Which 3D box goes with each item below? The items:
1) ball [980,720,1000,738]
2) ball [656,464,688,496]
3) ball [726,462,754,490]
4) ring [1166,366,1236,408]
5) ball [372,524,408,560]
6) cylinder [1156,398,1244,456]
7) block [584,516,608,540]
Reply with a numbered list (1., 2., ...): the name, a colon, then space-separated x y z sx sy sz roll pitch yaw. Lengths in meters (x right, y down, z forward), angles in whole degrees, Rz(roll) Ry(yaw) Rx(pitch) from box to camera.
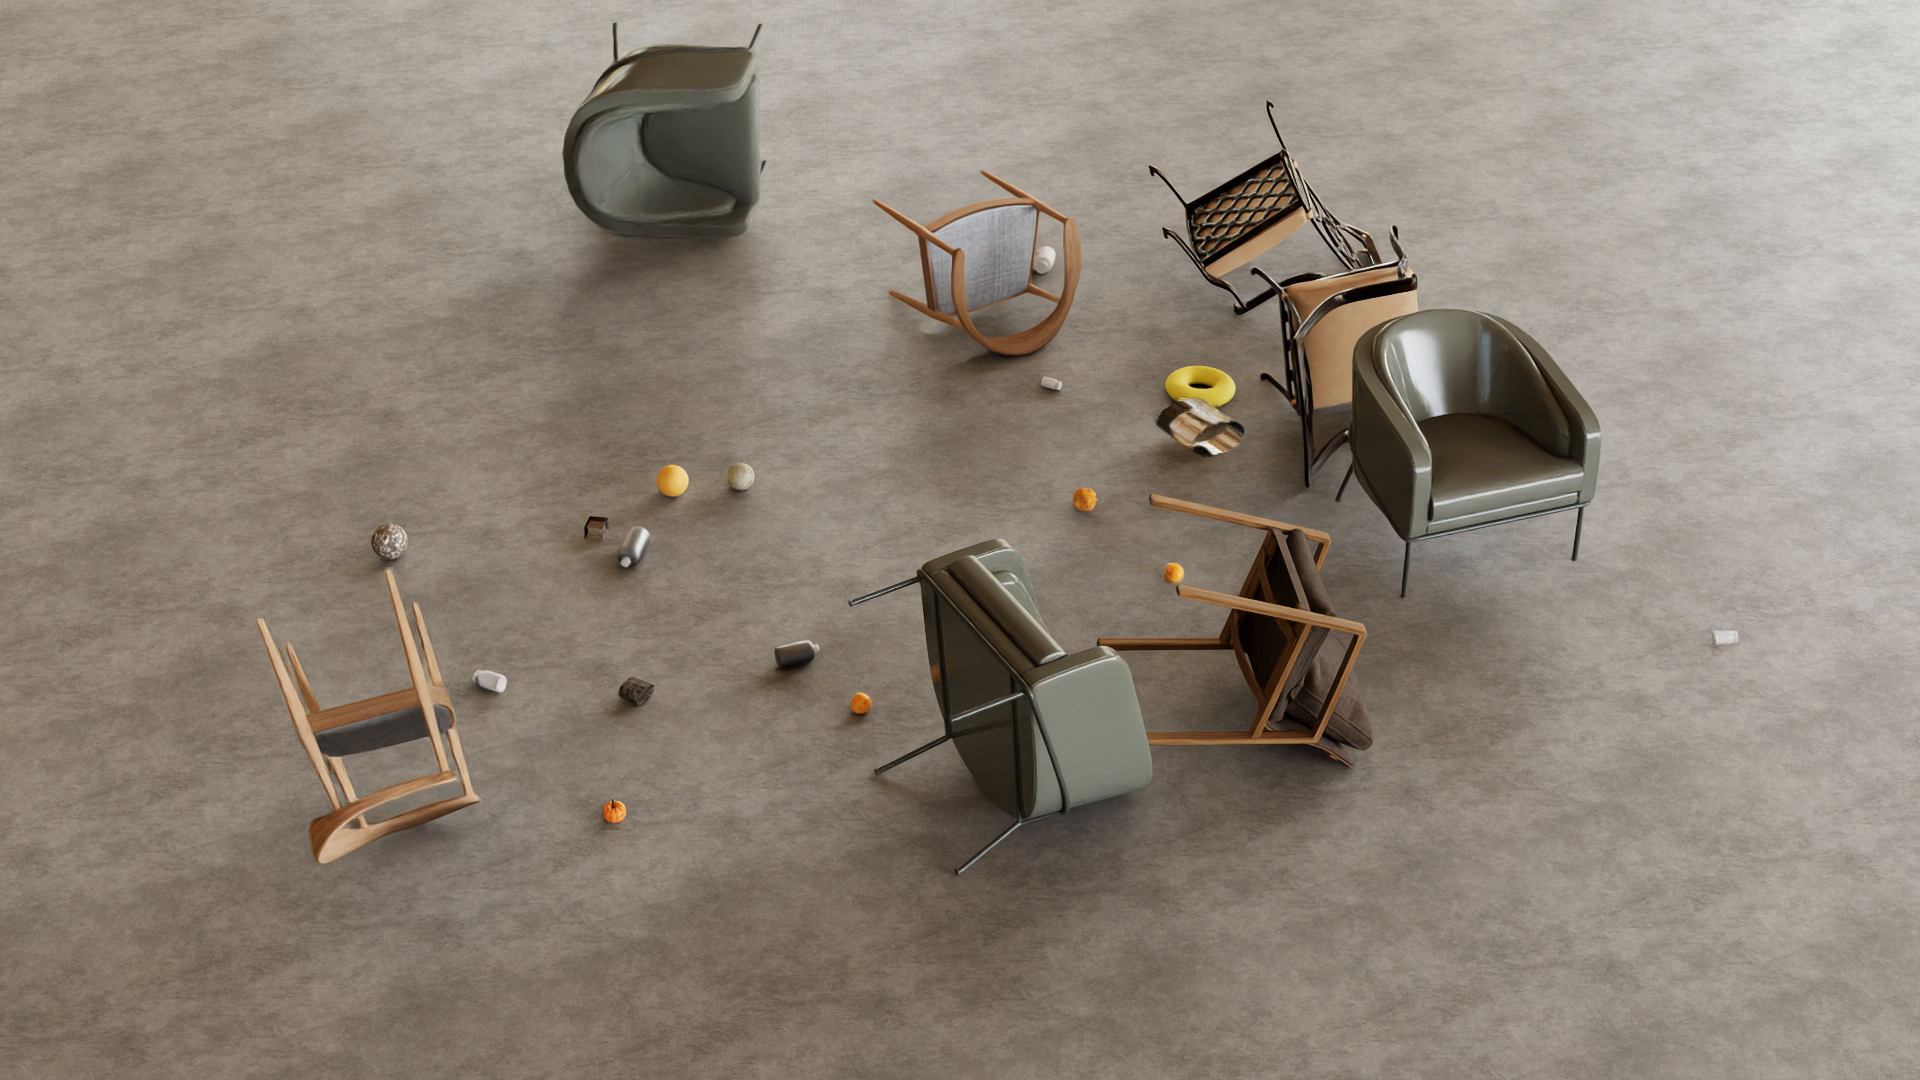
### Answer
1. ball: 0.103 0.638 9.917 0.065 0.065 0.065 0 33 0
2. ball: -1.095 -0.225 11.175 0.122 0.122 0.122 0 33 0
3. ball: -0.839 -0.243 11.218 0.106 0.106 0.106 0 33 0
4. ring: 0.970 -0.618 11.820 0.282 0.068 0.295 -15 35 -23
5. ball: -2.104 0.005 10.815 0.134 0.134 0.134 0 33 0
6. cylinder: 0.943 -0.443 11.488 0.272 0.137 0.217 -13 34 -34
7. block: -1.359 -0.044 10.963 0.070 0.052 0.081 5 34 8
